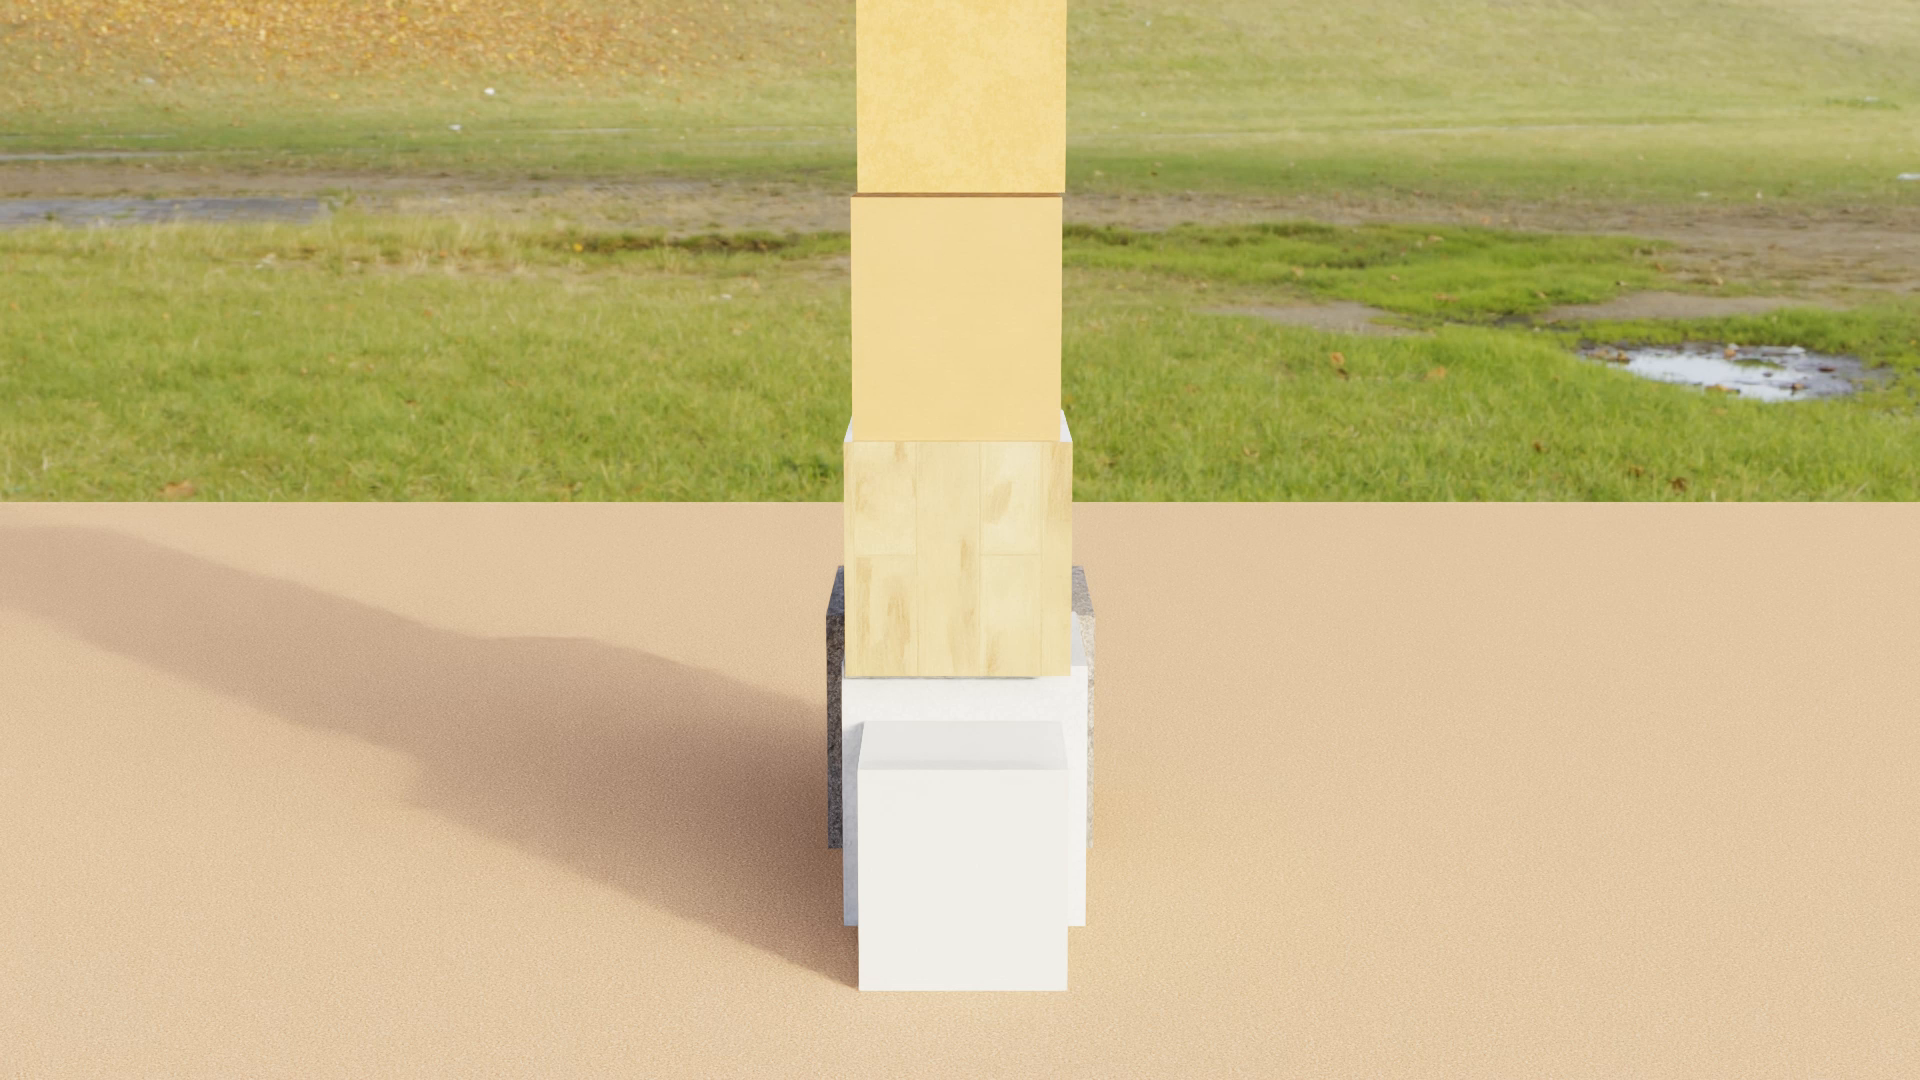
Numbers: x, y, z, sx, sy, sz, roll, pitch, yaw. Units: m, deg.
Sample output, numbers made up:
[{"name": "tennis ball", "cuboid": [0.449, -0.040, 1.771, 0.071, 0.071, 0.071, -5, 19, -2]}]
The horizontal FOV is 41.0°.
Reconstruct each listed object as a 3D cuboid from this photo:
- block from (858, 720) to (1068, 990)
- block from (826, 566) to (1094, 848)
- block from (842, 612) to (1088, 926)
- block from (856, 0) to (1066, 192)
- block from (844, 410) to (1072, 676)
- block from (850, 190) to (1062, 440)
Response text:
[{"name": "block", "cuboid": [0.012, 1.245, 10.245, 0.807, 0.884, 0.756, 0, 10, 0]}, {"name": "block", "cuboid": [0.002, 0.772, 12.262, 1.214, 1.094, 1.189, 0, 10, 0]}, {"name": "block", "cuboid": [0.019, 0.967, 11.136, 1.008, 1.113, 1.076, 0, 10, 0]}, {"name": "block", "cuboid": [0.006, -1.943, 10.827, 0.848, 0.906, 0.852, 0, 10, 0]}, {"name": "block", "cuboid": [-0.008, -0.007, 10.726, 0.907, 0.951, 0.976, 0, 10, 0]}, {"name": "block", "cuboid": [-0.014, -0.952, 10.587, 0.828, 0.958, 0.934, 0, 10, 0]}]
